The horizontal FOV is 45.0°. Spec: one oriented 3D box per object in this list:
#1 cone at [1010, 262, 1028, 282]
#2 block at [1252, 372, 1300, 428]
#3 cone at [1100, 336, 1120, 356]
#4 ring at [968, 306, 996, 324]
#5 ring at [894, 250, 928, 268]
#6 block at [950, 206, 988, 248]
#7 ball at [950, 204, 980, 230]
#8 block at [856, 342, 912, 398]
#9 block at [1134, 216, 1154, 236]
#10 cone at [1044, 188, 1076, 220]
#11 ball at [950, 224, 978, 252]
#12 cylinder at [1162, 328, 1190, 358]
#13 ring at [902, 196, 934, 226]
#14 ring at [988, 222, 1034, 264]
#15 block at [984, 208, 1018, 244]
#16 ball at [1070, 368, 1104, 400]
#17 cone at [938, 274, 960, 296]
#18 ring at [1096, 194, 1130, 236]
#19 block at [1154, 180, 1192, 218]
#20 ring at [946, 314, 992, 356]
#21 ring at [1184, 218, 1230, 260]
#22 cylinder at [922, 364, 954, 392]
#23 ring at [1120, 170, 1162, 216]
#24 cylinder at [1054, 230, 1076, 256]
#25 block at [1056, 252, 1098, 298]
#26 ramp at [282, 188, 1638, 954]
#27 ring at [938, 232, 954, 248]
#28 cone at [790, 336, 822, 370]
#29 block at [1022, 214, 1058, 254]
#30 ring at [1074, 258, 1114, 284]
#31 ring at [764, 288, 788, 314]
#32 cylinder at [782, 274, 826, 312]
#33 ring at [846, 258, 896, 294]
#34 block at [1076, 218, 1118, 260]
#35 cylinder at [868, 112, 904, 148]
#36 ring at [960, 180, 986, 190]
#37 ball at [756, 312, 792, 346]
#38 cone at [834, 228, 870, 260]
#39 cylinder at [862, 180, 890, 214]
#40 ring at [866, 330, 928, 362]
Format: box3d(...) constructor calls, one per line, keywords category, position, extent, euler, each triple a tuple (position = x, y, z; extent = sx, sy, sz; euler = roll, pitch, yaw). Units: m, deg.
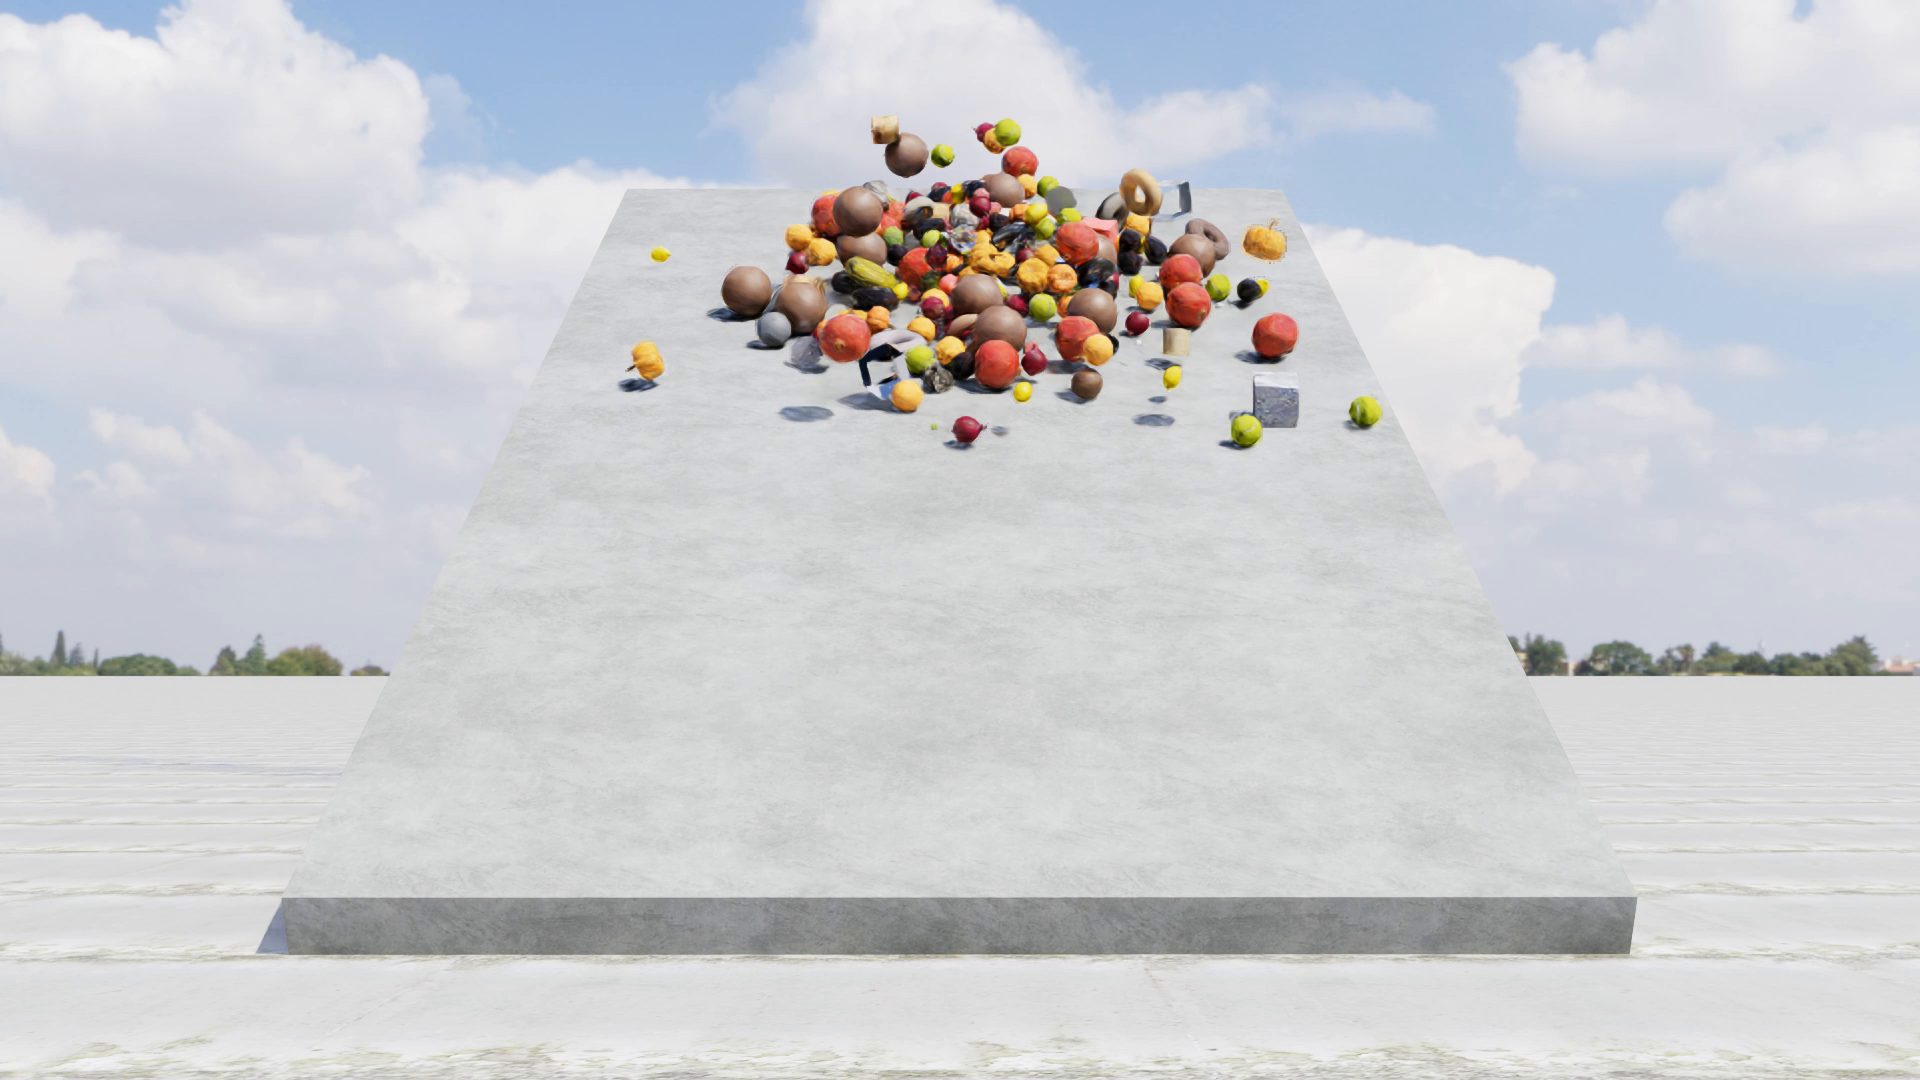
box3d(category="cone", position=(0.165, -0.725, 6.162), extent=(0.053, 0.053, 0.053), euler=(1, -28, -18))
box3d(category="block", position=(0.712, -0.315, 5.231), extent=(0.098, 0.098, 0.098), euler=(2, 24, 4))
box3d(category="cone", position=(0.366, -0.482, 5.679), extent=(0.050, 0.050, 0.050), euler=(0, 17, 5))
box3d(category="ring", position=(0.052, -0.567, 5.881), extent=(0.080, 0.027, 0.080), euler=(-10, 28, 5))
box3d(category="ring", position=(-0.133, -0.772, 6.357), extent=(0.094, 0.031, 0.094), euler=(1, 22, 0))
box3d(category="block", position=(0.027, -0.884, 6.539), extent=(0.091, 0.091, 0.091), euler=(4, 24, 10))
box3d(category="ball", position=(0.013, -0.873, 6.304), extent=(0.085, 0.085, 0.085), euler=(0, -3, 0))
box3d(category="block", position=(-0.174, -0.388, 5.322), extent=(0.082, 0.082, 0.082), euler=(-23, -23, 20))
box3d(category="block", position=(0.525, -0.903, 6.638), extent=(0.051, 0.051, 0.051), euler=(4, 24, 10))
box3d(category="cone", position=(0.297, -0.960, 6.500), extent=(0.092, 0.092, 0.092), euler=(-2, 28, 28))
box3d(category="ball", position=(0.011, -0.783, 6.015), extent=(0.070, 0.070, 0.070), euler=(0, -3, 0))
box3d(category="cylinder", position=(0.519, -0.474, 5.573), extent=(0.063, 0.063, 0.063), euler=(5, 1, 0))
box3d(category="ring", position=(-0.116, -0.919, 6.480), extent=(0.097, 0.032, 0.097), euler=(-23, -32, -16))
box3d(category="ring", position=(0.139, -0.806, 6.310), extent=(0.143, 0.048, 0.143), euler=(-23, -28, -13))
box3d(category="block", position=(0.118, -0.885, 6.549), extent=(0.084, 0.084, 0.084), euler=(4, 25, 9))
box3d(category="ball", position=(0.294, -0.363, 5.367), extent=(0.075, 0.075, 0.075), euler=(0, -3, 0))
box3d(category="cone", position=(-0.020, -0.648, 5.954), extent=(0.058, 0.058, 0.058), euler=(1, 16, -12))
box3d(category="ring", position=(0.430, -0.914, 6.545), extent=(0.046, 0.139, 0.139), euler=(31, 12, 27))
box3d(category="block", position=(0.611, -0.997, 6.785), extent=(0.090, 0.090, 0.090), euler=(8, 23, 41))
box3d(category="ring", position=(0.023, -0.496, 5.632), extent=(0.111, 0.111, 0.037), euler=(1, 30, -12))
box3d(category="ring", position=(0.683, -0.831, 6.415), extent=(0.143, 0.143, 0.048), euler=(3, -42, -43))
box3d(category="cylinder", position=(-0.052, -0.378, 5.426), extent=(0.054, 0.054, 0.054), euler=(2, 19, -34))
box3d(category="ring", position=(0.480, -0.921, 6.156), extent=(0.045, 0.134, 0.134), euler=(-34, 17, -33))
box3d(category="cylinder", position=(0.292, -0.817, 6.405), extent=(0.055, 0.055, 0.055), euler=(15, -28, 8))
box3d(category="block", position=(0.306, -0.697, 6.111), extent=(0.092, 0.092, 0.092), euler=(6, 24, 14))
box3d(category="ramp", position=(-0.008, -0.227, 5.273), extent=(2.000, 0.100, 4.000), euler=(0, 24, 0))
box3d(category="ring", position=(-0.017, -0.830, 6.454), extent=(0.094, 0.031, 0.094), euler=(19, 5, -2))
box3d(category="cone", position=(-0.354, -0.445, 5.599), extent=(0.083, 0.083, 0.083), euler=(-1, -5, 22))
box3d(category="block", position=(0.228, -0.854, 6.471), extent=(0.080, 0.080, 0.080), euler=(-15, 27, -9))
box3d(category="ring", position=(0.345, -0.692, 5.980), extent=(0.111, 0.037, 0.111), euler=(-12, -15, -3))
box3d(category="ring", position=(-0.467, -0.599, 5.898), extent=(0.031, 0.094, 0.094), euler=(32, -10, -11))
box3d(category="cylinder", position=(-0.403, -0.638, 5.977), extent=(0.088, 0.088, 0.088), euler=(7, -1, 16))
box3d(category="ring", position=(-0.233, -0.689, 6.053), extent=(0.148, 0.049, 0.148), euler=(27, 15, -8))
box3d(category="block", position=(0.376, -0.828, 6.409), extent=(0.094, 0.094, 0.094), euler=(8, 25, 15))
box3d(category="cylinder", position=(-0.214, -1.176, 6.652), extent=(0.079, 0.079, 0.079), euler=(-25, -7, 8))
box3d(category="ring", position=(0.040, -1.023, 6.678), extent=(0.076, 0.025, 0.076), euler=(1, 3, 0))
box3d(category="ball", position=(-0.458, -0.518, 5.705), extent=(0.086, 0.086, 0.086), euler=(0, -3, 0))
box3d(category="cone", position=(-0.281, -0.804, 6.416), extent=(0.093, 0.093, 0.093), euler=(15, -12, -40))
box3d(category="cylinder", position=(-0.234, -0.948, 6.427), extent=(0.070, 0.070, 0.070), euler=(-9, -20, -3))
box3d(category="ring", position=(-0.154, -0.470, 5.644), extent=(0.150, 0.050, 0.150), euler=(-1, 24, 0))
